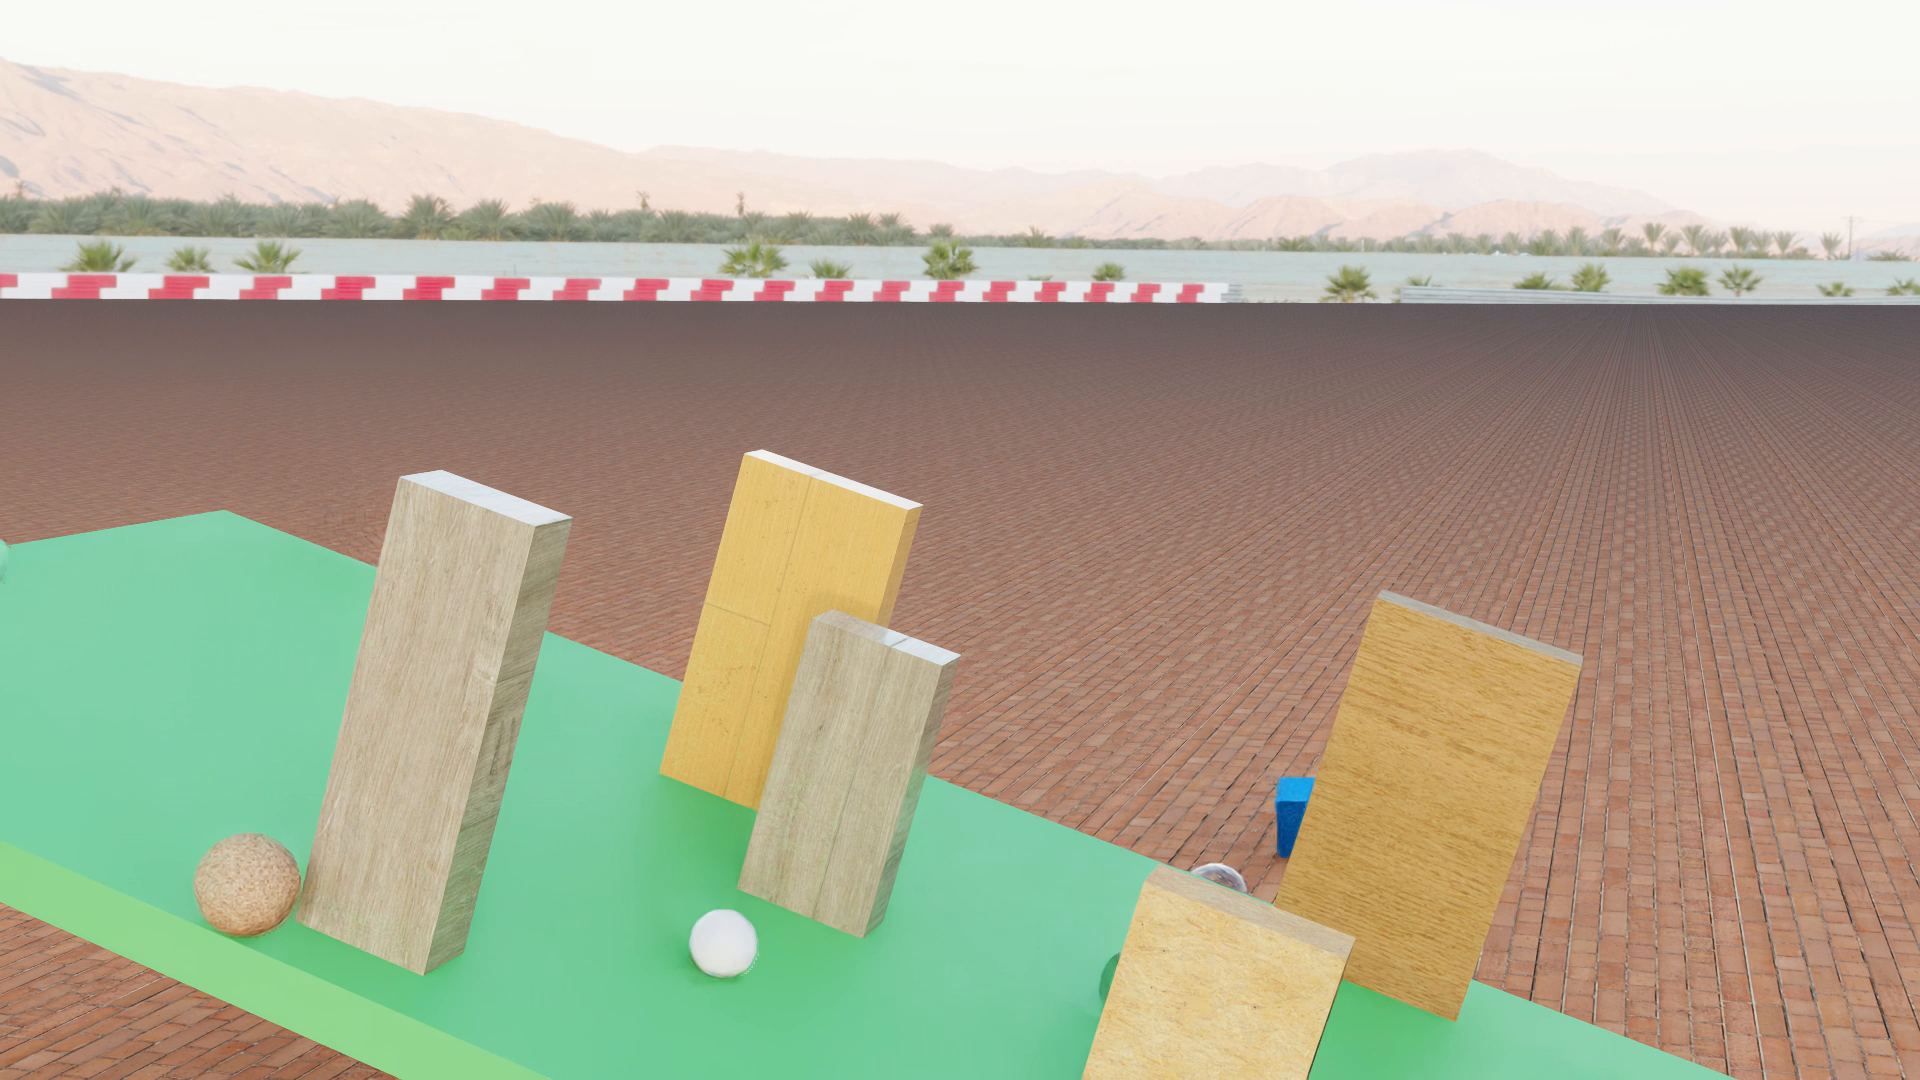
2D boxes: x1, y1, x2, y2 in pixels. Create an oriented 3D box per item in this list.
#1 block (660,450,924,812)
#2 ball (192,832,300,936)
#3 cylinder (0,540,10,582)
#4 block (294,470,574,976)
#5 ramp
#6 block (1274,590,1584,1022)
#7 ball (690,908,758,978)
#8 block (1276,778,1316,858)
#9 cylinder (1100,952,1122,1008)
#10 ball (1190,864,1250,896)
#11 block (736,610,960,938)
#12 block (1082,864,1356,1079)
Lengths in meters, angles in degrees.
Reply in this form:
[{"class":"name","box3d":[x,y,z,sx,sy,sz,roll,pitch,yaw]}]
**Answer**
[{"class":"block","box3d":[-0.358,0.211,4.603,0.371,0.715,0.098,19,12,14]},{"class":"ball","box3d":[-1.110,0.536,3.425,0.159,0.159,0.159,0,7,0]},{"class":"cylinder","box3d":[-2.066,0.038,4.551,0.129,0.129,0.129,19,11,12]},{"class":"block","box3d":[-0.836,0.288,3.482,0.241,0.752,0.125,19,12,14]},{"class":"ramp","box3d":[-0.371,0.718,4.235,4.000,0.100,2.000,19,12,14]},{"class":"block","box3d":[0.961,0.553,4.601,0.429,0.794,0.130,19,12,14]},{"class":"ball","box3d":[-0.405,0.691,3.768,0.117,0.117,0.117,0,7,0]},{"class":"block","box3d":[1.118,0.888,7.035,0.195,0.195,0.195,-2,15,12]},{"class":"cylinder","box3d":[0.370,0.829,4.065,0.160,0.160,0.160,6,2,41]},{"class":"ball","box3d":[0.715,1.008,6.171,0.200,0.200,0.200,0,7,0]},{"class":"block","box3d":[-0.211,0.439,4.142,0.265,0.550,0.116,19,12,14]},{"class":"block","box3d":[0.410,0.799,3.589,0.340,0.429,0.117,19,12,14]}]
